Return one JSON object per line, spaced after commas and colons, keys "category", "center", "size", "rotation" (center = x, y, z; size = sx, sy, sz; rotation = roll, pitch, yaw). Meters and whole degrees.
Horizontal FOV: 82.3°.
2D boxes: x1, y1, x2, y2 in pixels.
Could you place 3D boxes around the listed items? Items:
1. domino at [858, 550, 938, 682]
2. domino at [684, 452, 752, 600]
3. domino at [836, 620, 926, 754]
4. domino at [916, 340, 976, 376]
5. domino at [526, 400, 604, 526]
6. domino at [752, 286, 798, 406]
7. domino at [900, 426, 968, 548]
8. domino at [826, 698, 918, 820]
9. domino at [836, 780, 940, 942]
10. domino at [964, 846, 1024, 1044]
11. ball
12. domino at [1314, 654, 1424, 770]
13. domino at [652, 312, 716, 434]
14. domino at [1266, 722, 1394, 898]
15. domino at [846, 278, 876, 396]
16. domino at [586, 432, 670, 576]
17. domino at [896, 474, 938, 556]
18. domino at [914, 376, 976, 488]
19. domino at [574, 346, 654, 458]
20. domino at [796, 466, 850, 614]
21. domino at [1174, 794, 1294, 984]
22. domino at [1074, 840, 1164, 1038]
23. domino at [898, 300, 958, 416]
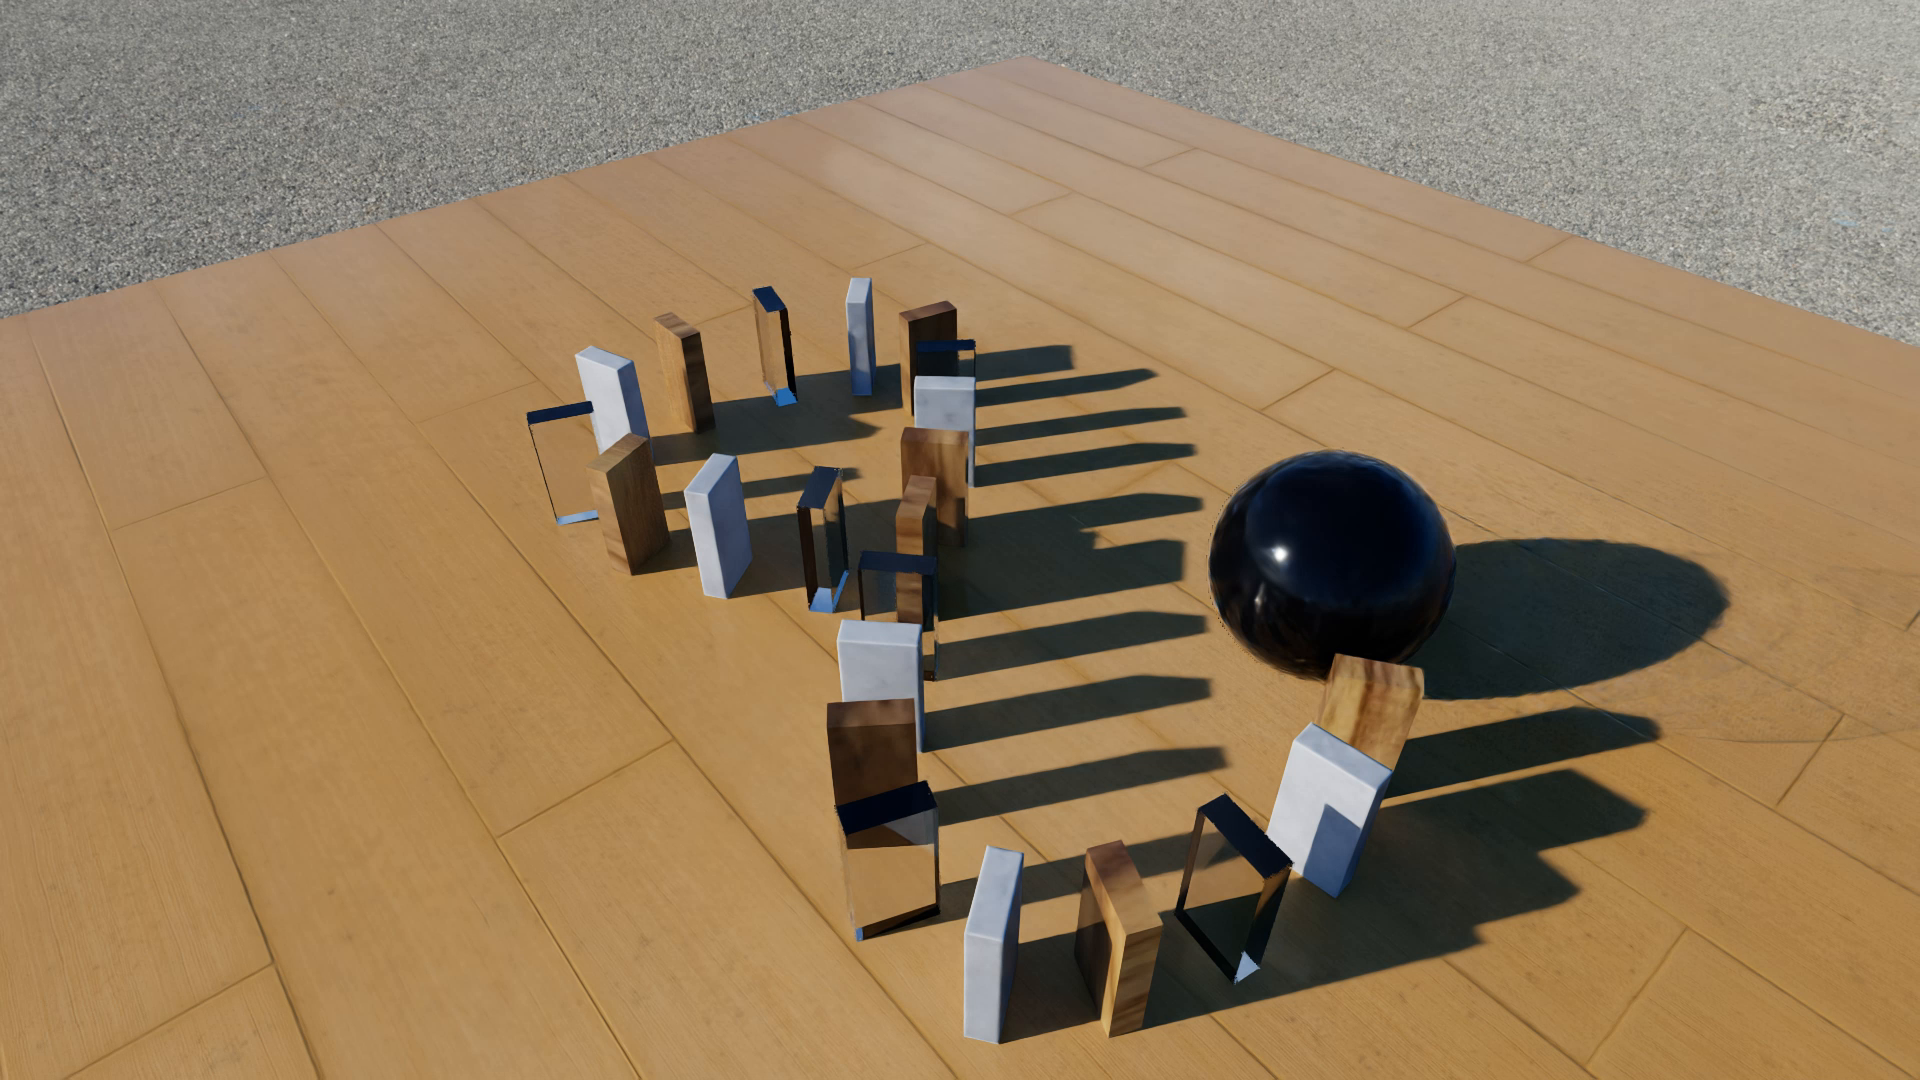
{"category": "domino", "center": [-0.021, 0.027, 0.379], "size": [0.025, 0.050, 0.009], "rotation": [5, 40, 6]}
{"category": "domino", "center": [-0.091, -0.005, 0.418], "size": [0.010, 0.050, 0.025], "rotation": [10, 40, 12]}
{"category": "domino", "center": [-0.025, 0.048, 0.353], "size": [0.025, 0.050, 0.009], "rotation": [3, 39, 4]}
{"category": "domino", "center": [-0.006, -0.065, 0.490], "size": [0.025, 0.050, 0.010], "rotation": [-3, 39, -3]}
{"category": "domino", "center": [-0.158, -0.031, 0.449], "size": [0.025, 0.050, 0.009], "rotation": [-13, 41, -16]}
{"category": "domino", "center": [-0.088, -0.092, 0.524], "size": [0.009, 0.050, 0.025], "rotation": [-16, 42, -19]}
{"category": "domino", "center": [-0.010, -0.020, 0.436], "size": [0.025, 0.050, 0.009], "rotation": [5, 40, 6]}
{"category": "domino", "center": [-0.025, 0.068, 0.328], "size": [0.025, 0.050, 0.009], "rotation": [-3, 39, -3]}
{"category": "domino", "center": [-0.019, 0.089, 0.303], "size": [0.025, 0.050, 0.009], "rotation": [-13, 41, -16]}
{"category": "domino", "center": [0.009, 0.105, 0.283], "size": [0.009, 0.050, 0.025], "rotation": [9, 40, 10]}
{"category": "ball", "center": [0.126, 0.009, 0.377], "size": [0.080, 0.080, 0.080], "rotation": [0, 39, 0]}
{"category": "domino", "center": [0.124, 0.058, 0.340], "size": [0.025, 0.050, 0.009], "rotation": [10, 40, 12]}
{"category": "domino", "center": [-0.126, -0.076, 0.504], "size": [0.009, 0.050, 0.025], "rotation": [-29, 47, -31]}
{"category": "domino", "center": [0.105, 0.078, 0.316], "size": [0.025, 0.050, 0.009], "rotation": [32, 49, 33]}
{"category": "domino", "center": [-0.047, -0.098, 0.531], "size": [0.010, 0.050, 0.025], "rotation": [1, 39, 1]}
{"category": "domino", "center": [-0.128, -0.014, 0.428], "size": [0.010, 0.050, 0.025], "rotation": [17, 42, 19]}
{"category": "domino", "center": [-0.016, 0.004, 0.407], "size": [0.010, 0.050, 0.025], "rotation": [7, 40, 8]}
{"category": "domino", "center": [-0.006, -0.045, 0.467], "size": [0.025, 0.050, 0.009], "rotation": [2, 39, 2]}
{"category": "domino", "center": [-0.151, -0.058, 0.482], "size": [0.025, 0.050, 0.009], "rotation": [21, 44, 24]}
{"category": "domino", "center": [-0.051, 0.000, 0.411], "size": [0.009, 0.050, 0.025], "rotation": [6, 40, 7]}
{"category": "domino", "center": [0.073, 0.094, 0.296], "size": [0.009, 0.050, 0.025], "rotation": [-21, 44, -24]}
{"category": "domino", "center": [0.040, 0.104, 0.285], "size": [0.010, 0.050, 0.025], "rotation": [-11, 41, -13]}
{"category": "domino", "center": [-0.015, -0.085, 0.515], "size": [0.025, 0.050, 0.009], "rotation": [-20, 43, -22]}
